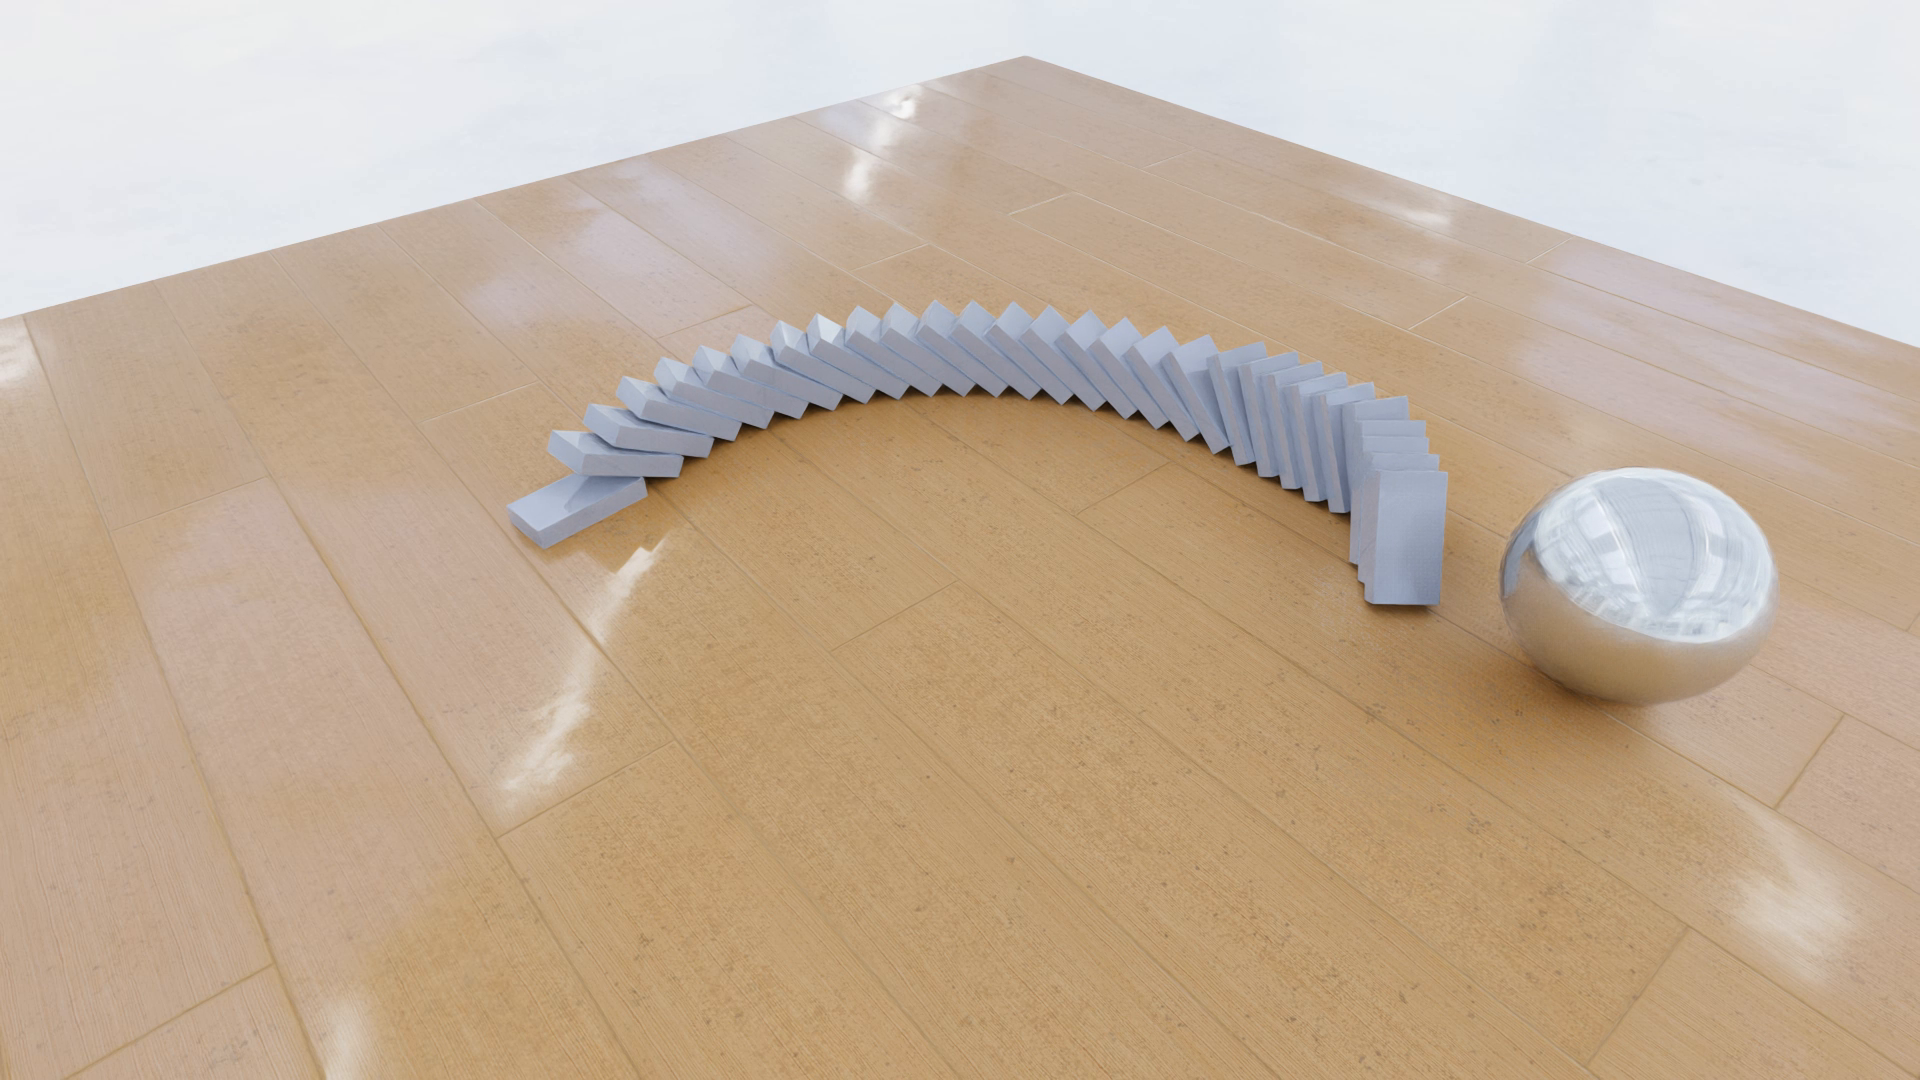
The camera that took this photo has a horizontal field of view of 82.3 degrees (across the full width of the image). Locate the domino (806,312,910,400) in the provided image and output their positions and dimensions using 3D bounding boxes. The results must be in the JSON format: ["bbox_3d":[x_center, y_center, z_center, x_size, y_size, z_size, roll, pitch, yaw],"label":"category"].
[{"bbox_3d":[-0.049,-0.088,0.529,0.050,0.010,0.025,25,30,-29],"label":"domino"}]

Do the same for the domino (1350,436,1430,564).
[{"bbox_3d":[0.169,-0.015,0.433,0.025,0.050,0.010,1,7,1],"label":"domino"}]

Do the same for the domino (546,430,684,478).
[{"bbox_3d":[-0.146,-0.037,0.470,0.025,0.010,0.050,31,19,32],"label":"domino"}]

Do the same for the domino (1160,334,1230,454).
[{"bbox_3d":[0.115,-0.067,0.501,0.025,0.009,0.050,-26,85,-29],"label":"domino"}]

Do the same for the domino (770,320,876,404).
[{"bbox_3d":[-0.065,-0.085,0.525,0.050,0.009,0.025,23,28,-31],"label":"domino"}]

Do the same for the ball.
[{"bbox_3d":[0.225,0.015,0.369,0.080,0.080,0.080,0,39,0],"label":"ball"}]

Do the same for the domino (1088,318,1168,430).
[{"bbox_3d":[0.085,-0.079,0.517,0.050,0.010,0.025,50,52,0],"label":"domino"}]

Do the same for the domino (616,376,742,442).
[{"bbox_3d":[-0.126,-0.059,0.494,0.050,0.010,0.025,11,21,-48],"label":"domino"}]

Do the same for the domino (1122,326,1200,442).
[{"bbox_3d":[0.100,-0.073,0.510,0.025,0.010,0.050,-34,87,-34],"label":"domino"}]

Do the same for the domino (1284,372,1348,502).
[{"bbox_3d":[0.155,-0.044,0.467,0.025,0.050,0.009,-16,9,-19],"label":"domino"}]

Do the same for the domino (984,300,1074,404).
[{"bbox_3d":[0.037,-0.091,0.532,0.050,0.010,0.025,41,43,-8],"label":"domino"}]

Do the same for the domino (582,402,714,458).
[{"bbox_3d":[-0.136,-0.048,0.482,0.025,0.010,0.050,32,17,33],"label":"domino"}]

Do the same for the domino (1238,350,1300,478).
[{"bbox_3d":[0.139,-0.055,0.481,0.025,0.050,0.009,-17,9,-19],"label":"domino"}]

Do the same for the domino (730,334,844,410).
[{"bbox_3d":[-0.082,-0.079,0.519,0.050,0.010,0.025,18,27,-36],"label":"domino"}]

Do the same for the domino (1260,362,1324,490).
[{"bbox_3d":[0.147,-0.049,0.474,0.025,0.050,0.010,-17,9,-19],"label":"domino"}]

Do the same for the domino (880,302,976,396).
[{"bbox_3d":[-0.015,-0.092,0.534,0.050,0.009,0.025,31,34,-21],"label":"domino"}]

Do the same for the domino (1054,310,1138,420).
[{"bbox_3d":[0.070,-0.084,0.524,0.050,0.009,0.025,47,49,-3],"label":"domino"}]

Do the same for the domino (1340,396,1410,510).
[{"bbox_3d":[0.173,-0.033,0.453,0.025,0.050,0.010,-9,7,-15],"label":"domino"}]

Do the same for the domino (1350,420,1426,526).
[{"bbox_3d":[0.172,-0.023,0.442,0.025,0.050,0.010,0,7,0],"label":"domino"}]

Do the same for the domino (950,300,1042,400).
[{"bbox_3d":[0.020,-0.092,0.534,0.050,0.010,0.025,37,40,-13],"label":"domino"}]

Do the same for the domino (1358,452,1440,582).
[{"bbox_3d":[0.169,-0.008,0.424,0.025,0.050,0.009,1,7,1],"label":"domino"}]

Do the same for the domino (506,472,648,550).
[{"bbox_3d":[-0.161,-0.017,0.464,0.025,0.010,0.050,31,48,32],"label":"domino"}]

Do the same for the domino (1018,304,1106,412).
[{"bbox_3d":[0.054,-0.087,0.528,0.050,0.010,0.025,43,45,-6],"label":"domino"}]

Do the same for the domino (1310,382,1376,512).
[{"bbox_3d":[0.164,-0.039,0.461,0.025,0.050,0.009,-15,9,-19],"label":"domino"}]

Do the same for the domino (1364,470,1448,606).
[{"bbox_3d":[0.168,-0.001,0.415,0.025,0.050,0.009,1,7,1],"label":"domino"}]

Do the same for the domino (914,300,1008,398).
[{"bbox_3d":[0.003,-0.093,0.535,0.050,0.010,0.025,34,37,-16],"label":"domino"}]

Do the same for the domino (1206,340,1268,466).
[{"bbox_3d":[0.129,-0.061,0.490,0.025,0.050,0.009,-18,3,-20],"label":"domino"}]

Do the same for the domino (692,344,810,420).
[{"bbox_3d":[-0.097,-0.073,0.512,0.050,0.009,0.025,16,26,-39],"label":"domino"}]

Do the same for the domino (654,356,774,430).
[{"bbox_3d":[-0.113,-0.067,0.504,0.050,0.009,0.025,15,24,-40],"label":"domino"}]

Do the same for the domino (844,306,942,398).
[{"bbox_3d":[-0.032,-0.091,0.533,0.050,0.010,0.025,29,33,-23],"label":"domino"}]
